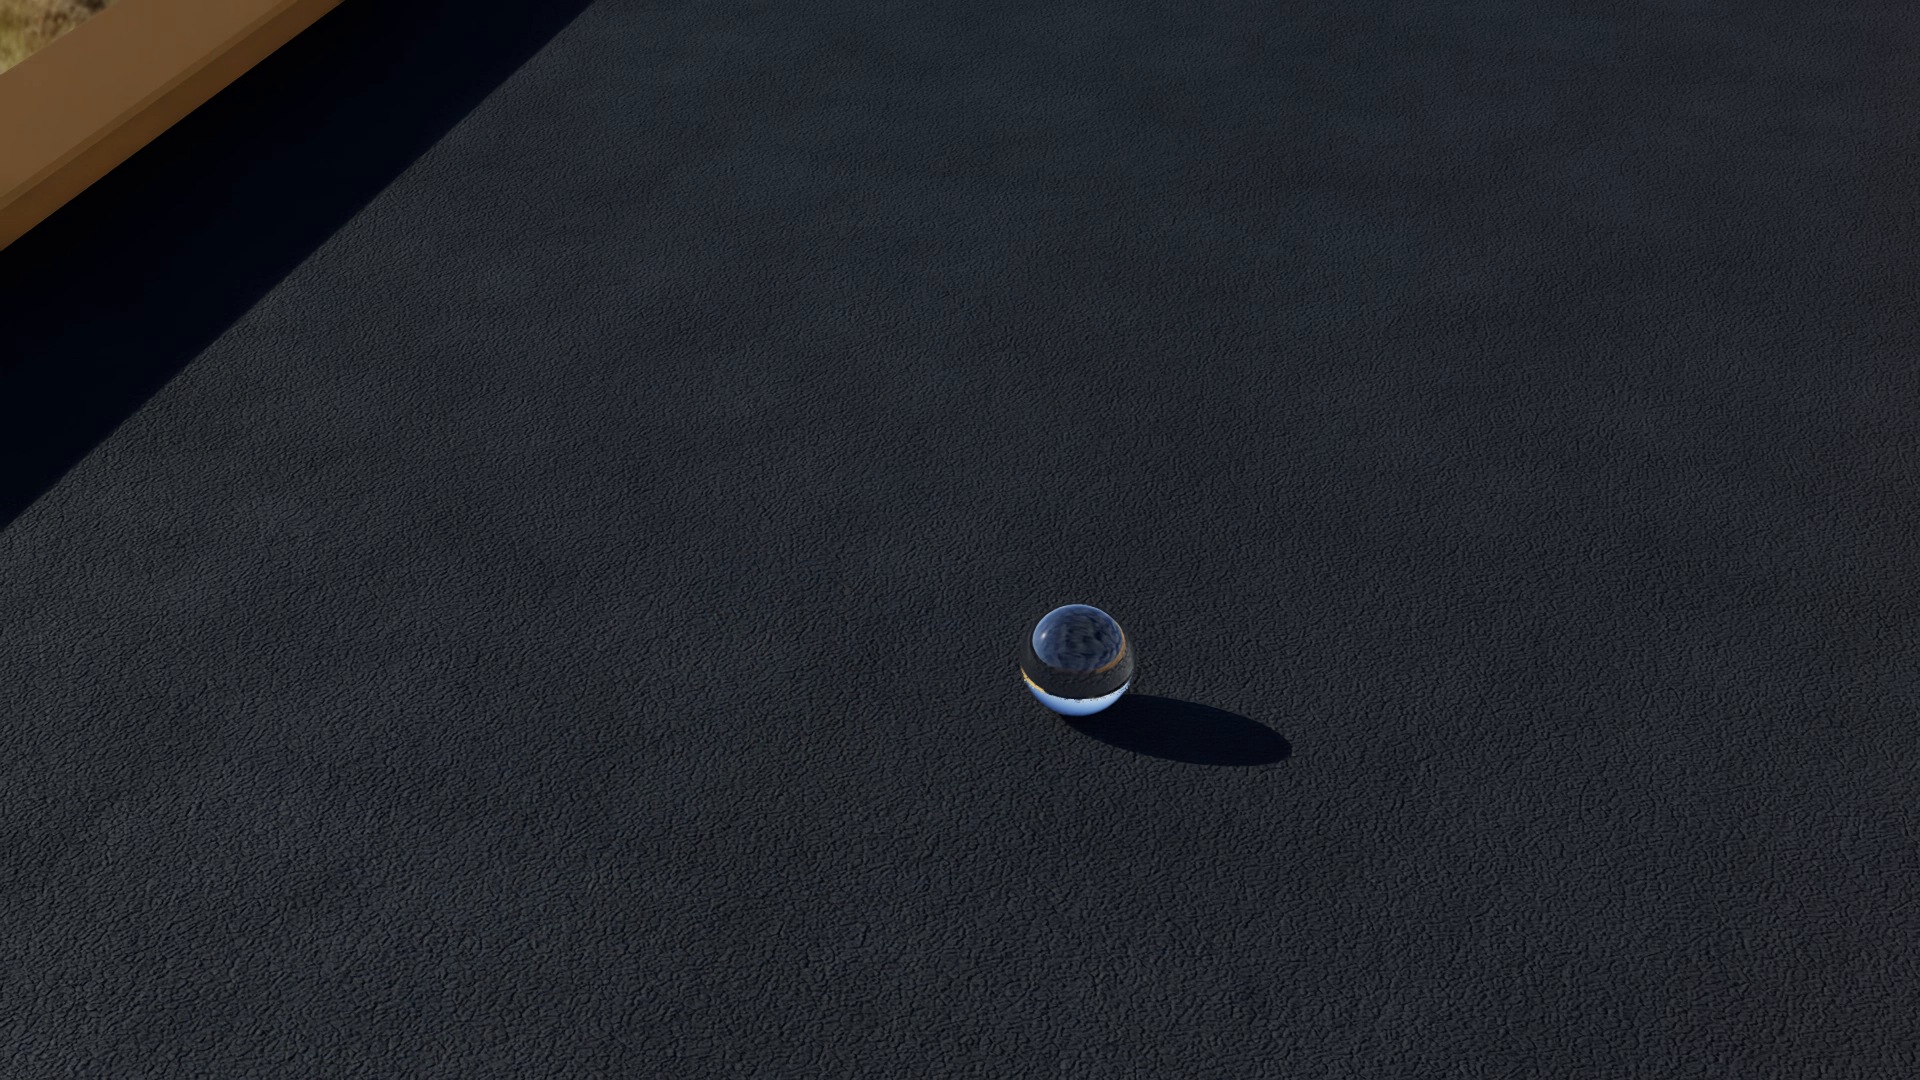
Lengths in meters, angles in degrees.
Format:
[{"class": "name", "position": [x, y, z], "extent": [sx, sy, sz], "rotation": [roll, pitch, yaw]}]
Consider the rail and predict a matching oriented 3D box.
[{"class": "rail", "position": [-0.625, -0.477, 2.621], "extent": [0.045, 0.127, 3.322], "rotation": [6, 28, 11]}]

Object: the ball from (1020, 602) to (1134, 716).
[{"class": "ball", "position": [0.066, 0.067, 1.643], "extent": [0.064, 0.064, 0.064], "rotation": [0, 27, 0]}]
